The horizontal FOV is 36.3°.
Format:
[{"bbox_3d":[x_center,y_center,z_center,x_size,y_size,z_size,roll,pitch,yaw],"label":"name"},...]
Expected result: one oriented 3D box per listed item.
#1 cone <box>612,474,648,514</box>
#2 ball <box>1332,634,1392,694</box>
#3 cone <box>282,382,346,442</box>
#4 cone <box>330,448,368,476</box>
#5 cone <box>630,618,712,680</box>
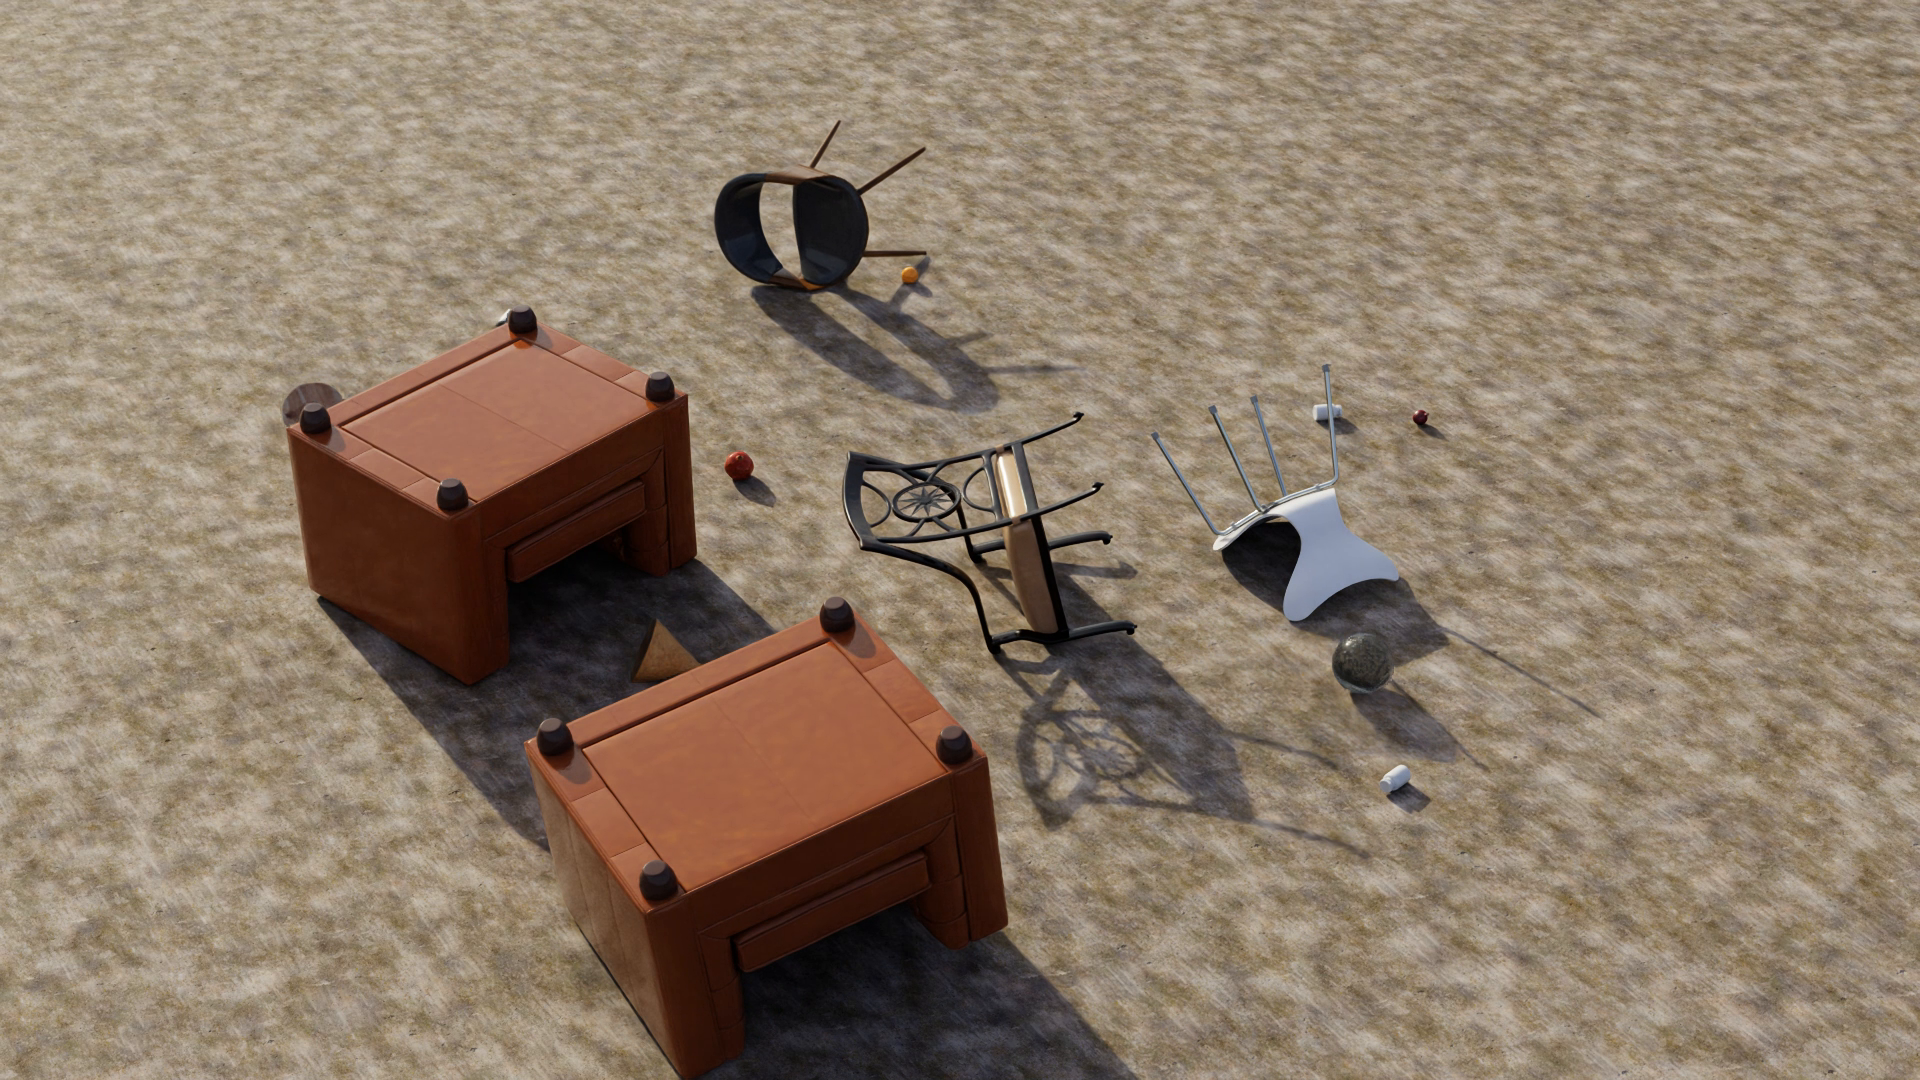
[{"bbox_3d":[-1.214,-0.151,11.108,0.156,0.187,0.136,-37,76,11],"label":"cone"},{"bbox_3d":[1.387,0.426,10.108,0.209,0.209,0.209,0,33,0],"label":"ball"},{"bbox_3d":[-2.562,-0.495,11.612,0.250,0.236,0.144,-22,-1,-18],"label":"cone"},{"bbox_3d":[-2.373,-0.318,11.379,0.146,0.110,0.156,-15,16,-9],"label":"cone"},{"bbox_3d":[-0.979,0.428,10.195,0.263,0.234,0.256,22,1,-11],"label":"cone"}]
